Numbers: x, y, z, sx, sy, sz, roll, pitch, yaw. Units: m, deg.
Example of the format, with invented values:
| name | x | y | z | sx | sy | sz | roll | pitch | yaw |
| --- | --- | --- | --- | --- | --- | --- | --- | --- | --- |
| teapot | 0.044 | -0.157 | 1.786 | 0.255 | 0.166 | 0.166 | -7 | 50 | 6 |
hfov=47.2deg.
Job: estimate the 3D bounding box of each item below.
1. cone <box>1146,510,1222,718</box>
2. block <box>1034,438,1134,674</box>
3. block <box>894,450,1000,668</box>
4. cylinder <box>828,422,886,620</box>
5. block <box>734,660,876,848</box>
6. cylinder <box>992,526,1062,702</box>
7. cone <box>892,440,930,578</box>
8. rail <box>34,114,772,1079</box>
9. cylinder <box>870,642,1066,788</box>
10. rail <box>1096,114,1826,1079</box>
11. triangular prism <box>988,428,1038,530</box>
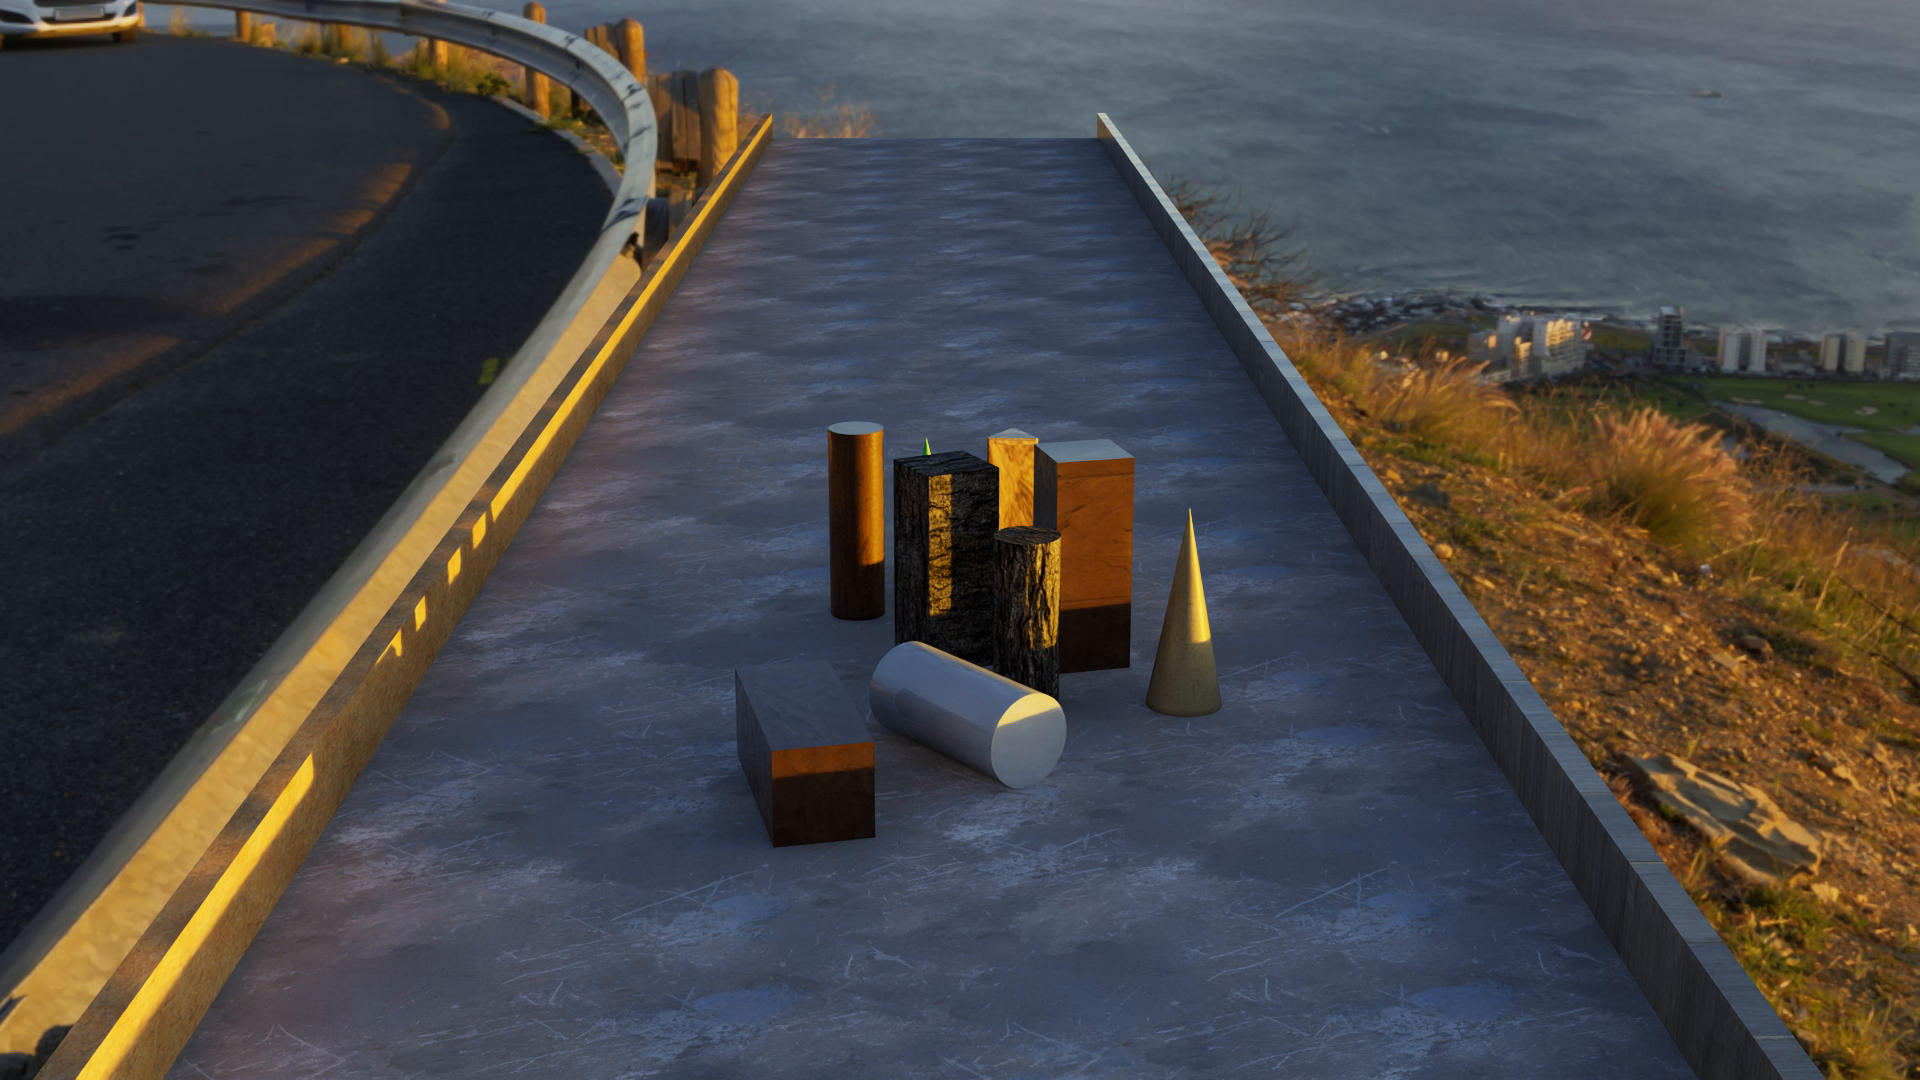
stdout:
| name | x | y | z | sx | sy | sz | roll | pitch | yaw |
| --- | --- | --- | --- | --- | --- | --- | --- | --- | --- |
| cone | 0.425 | 0.125 | 4.126 | 0.145 | 0.388 | 0.145 | 0 | 17 | 0 |
| block | 0.242 | 0.031 | 4.366 | 0.156 | 0.431 | 0.156 | -4 | 17 | -14 |
| block | -0.027 | 0.044 | 4.367 | 0.154 | 0.405 | 0.154 | -9 | 19 | -27 |
| cylinder | -0.218 | -0.040 | 4.649 | 0.116 | 0.405 | 0.116 | 0 | 17 | 0 |
| block | -0.268 | 0.355 | 3.737 | 0.168 | 0.168 | 0.403 | -4 | 17 | -13 |
| cylinder | 0.125 | 0.151 | 4.132 | 0.126 | 0.334 | 0.126 | 0 | 17 | 0 |
| cone | -0.074 | -0.072 | 4.897 | 0.154 | 0.325 | 0.154 | 0 | 17 | 0 |
| rail | -1.118 | -0.838 | 7.780 | 0.050 | 0.150 | 12.000 | 0 | 17 | -1 |
| cylinder | 0.010 | 0.306 | 3.900 | 0.170 | 0.170 | 0.347 | -13 | 21 | -37 |
| rail | 0.932 | -0.844 | 7.801 | 0.050 | 0.150 | 12.000 | 0 | 17 | -1 |
| triangular prism | 0.112 | -0.038 | 4.671 | 0.103 | 0.389 | 0.090 | 1 | 17 | 3 |
